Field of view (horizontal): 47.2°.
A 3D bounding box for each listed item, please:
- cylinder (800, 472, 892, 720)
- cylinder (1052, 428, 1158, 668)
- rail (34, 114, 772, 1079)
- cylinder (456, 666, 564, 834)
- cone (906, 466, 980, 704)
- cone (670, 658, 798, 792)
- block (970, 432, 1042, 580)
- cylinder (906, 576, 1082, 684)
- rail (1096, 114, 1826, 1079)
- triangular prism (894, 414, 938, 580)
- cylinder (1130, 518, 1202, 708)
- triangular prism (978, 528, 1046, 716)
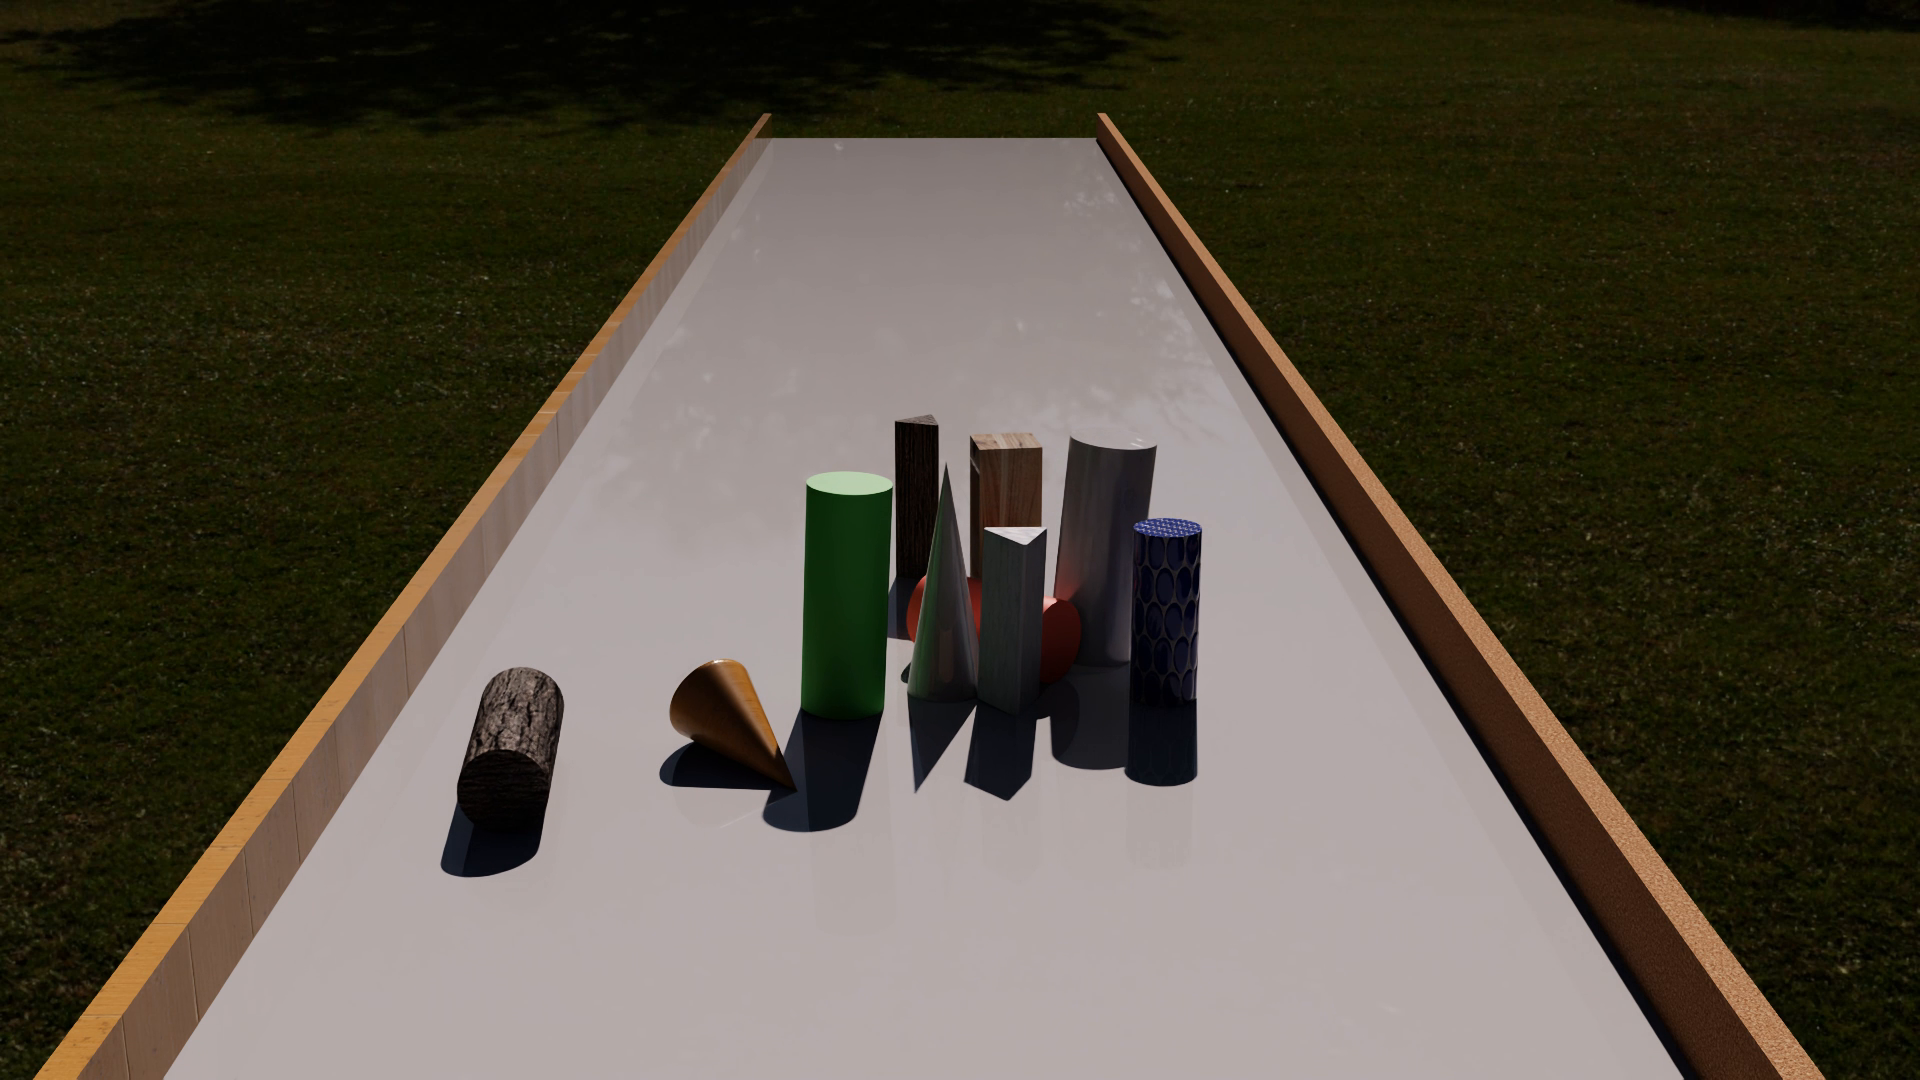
[{"bbox_3d":[-0.212,0.103,4.103,0.159,0.436,0.159,3,17,-1],"label":"cylinder"},{"bbox_3d":[0.282,0.014,4.375,0.172,0.446,0.172,5,16,-1],"label":"cylinder"},{"bbox_3d":[-1.118,-0.838,7.780,0.050,0.150,12.000,0,17,-1],"label":"rail"},{"bbox_3d":[-0.767,0.354,3.775,0.148,0.148,0.394,-2,17,-6],"label":"cylinder"},{"bbox_3d":[-0.026,0.069,4.193,0.155,0.456,0.155,0,17,0],"label":"cone"},{"bbox_3d":[-0.365,0.359,3.875,0.168,0.168,0.302,-12,36,-35],"label":"cone"},{"bbox_3d":[0.095,-0.019,4.606,0.130,0.389,0.130,-2,17,-8],"label":"block"},{"bbox_3d":[0.066,0.170,4.367,0.312,0.165,0.165,13,21,37],"label":"cylinder"},{"bbox_3d":[0.932,-0.844,7.801,0.050,0.150,12.000,0,17,-1],"label":"rail"},{"bbox_3d":[-0.081,-0.097,4.923,0.102,0.359,0.088,6,18,20],"label":"triangular prism"},{"bbox_3d":[0.390,0.138,4.174,0.129,0.336,0.129,0,17,0],"label":"cylinder"},{"bbox_3d":[0.116,0.146,4.134,0.102,0.339,0.117,-12,23,-37],"label":"triangular prism"}]
